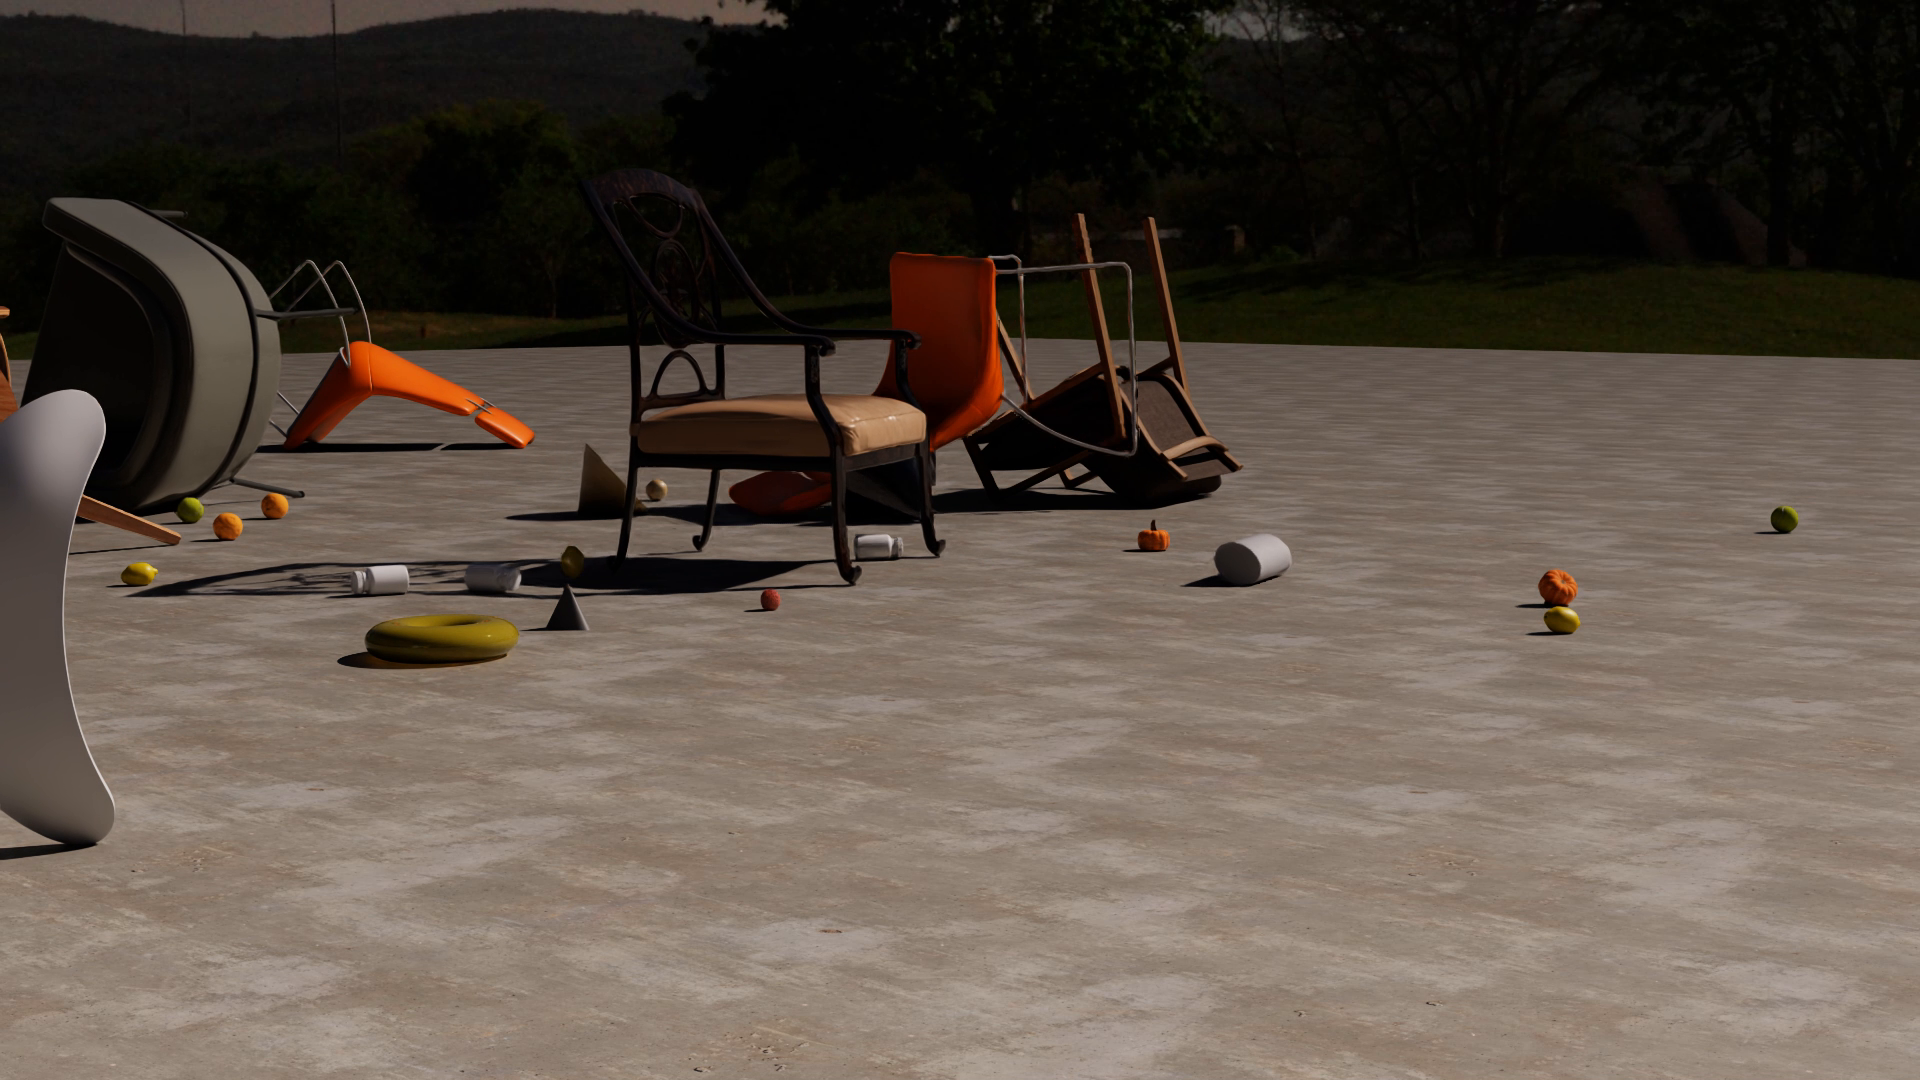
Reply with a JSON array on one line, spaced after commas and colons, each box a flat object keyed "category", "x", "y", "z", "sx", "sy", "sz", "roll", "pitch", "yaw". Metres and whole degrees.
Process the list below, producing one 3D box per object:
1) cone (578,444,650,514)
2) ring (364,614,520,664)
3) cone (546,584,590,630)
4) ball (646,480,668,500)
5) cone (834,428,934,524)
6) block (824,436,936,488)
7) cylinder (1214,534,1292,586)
[{"category": "cone", "x": -1.001, "y": -0.120, "z": 7.092, "sx": 0.150, "sy": 0.263, "sz": 0.289, "roll": -43, "pitch": 4, "yaw": -5}, {"category": "ring", "x": -0.898, "y": 0.171, "z": 4.450, "sx": 0.257, "sy": 0.063, "sz": 0.272, "roll": 3, "pitch": 6, "yaw": 33}, {"category": "cone", "x": -0.734, "y": 0.123, "z": 4.800, "sx": 0.094, "sy": 0.087, "sz": 0.052, "roll": 3, "pitch": 6, "yaw": 24}, {"category": "ball", "x": -0.889, "y": -0.147, "z": 7.521, "sx": 0.064, "sy": 0.064, "sz": 0.064, "roll": 0, "pitch": 6, "yaw": 0}, {"category": "cone", "x": -0.145, "y": -0.111, "z": 6.870, "sx": 0.234, "sy": 0.312, "sz": 0.267, "roll": 42, "pitch": -3, "yaw": 29}, {"category": "block", "x": -0.257, "y": -0.250, "z": 8.138, "sx": 0.326, "sy": 0.144, "sz": 0.223, "roll": -1, "pitch": 6, "yaw": -9}, {"category": "cylinder", "x": 0.637, "y": 0.041, "z": 5.570, "sx": 0.109, "sy": 0.085, "sz": 0.219, "roll": 33, "pitch": 18, "yaw": 18}]
